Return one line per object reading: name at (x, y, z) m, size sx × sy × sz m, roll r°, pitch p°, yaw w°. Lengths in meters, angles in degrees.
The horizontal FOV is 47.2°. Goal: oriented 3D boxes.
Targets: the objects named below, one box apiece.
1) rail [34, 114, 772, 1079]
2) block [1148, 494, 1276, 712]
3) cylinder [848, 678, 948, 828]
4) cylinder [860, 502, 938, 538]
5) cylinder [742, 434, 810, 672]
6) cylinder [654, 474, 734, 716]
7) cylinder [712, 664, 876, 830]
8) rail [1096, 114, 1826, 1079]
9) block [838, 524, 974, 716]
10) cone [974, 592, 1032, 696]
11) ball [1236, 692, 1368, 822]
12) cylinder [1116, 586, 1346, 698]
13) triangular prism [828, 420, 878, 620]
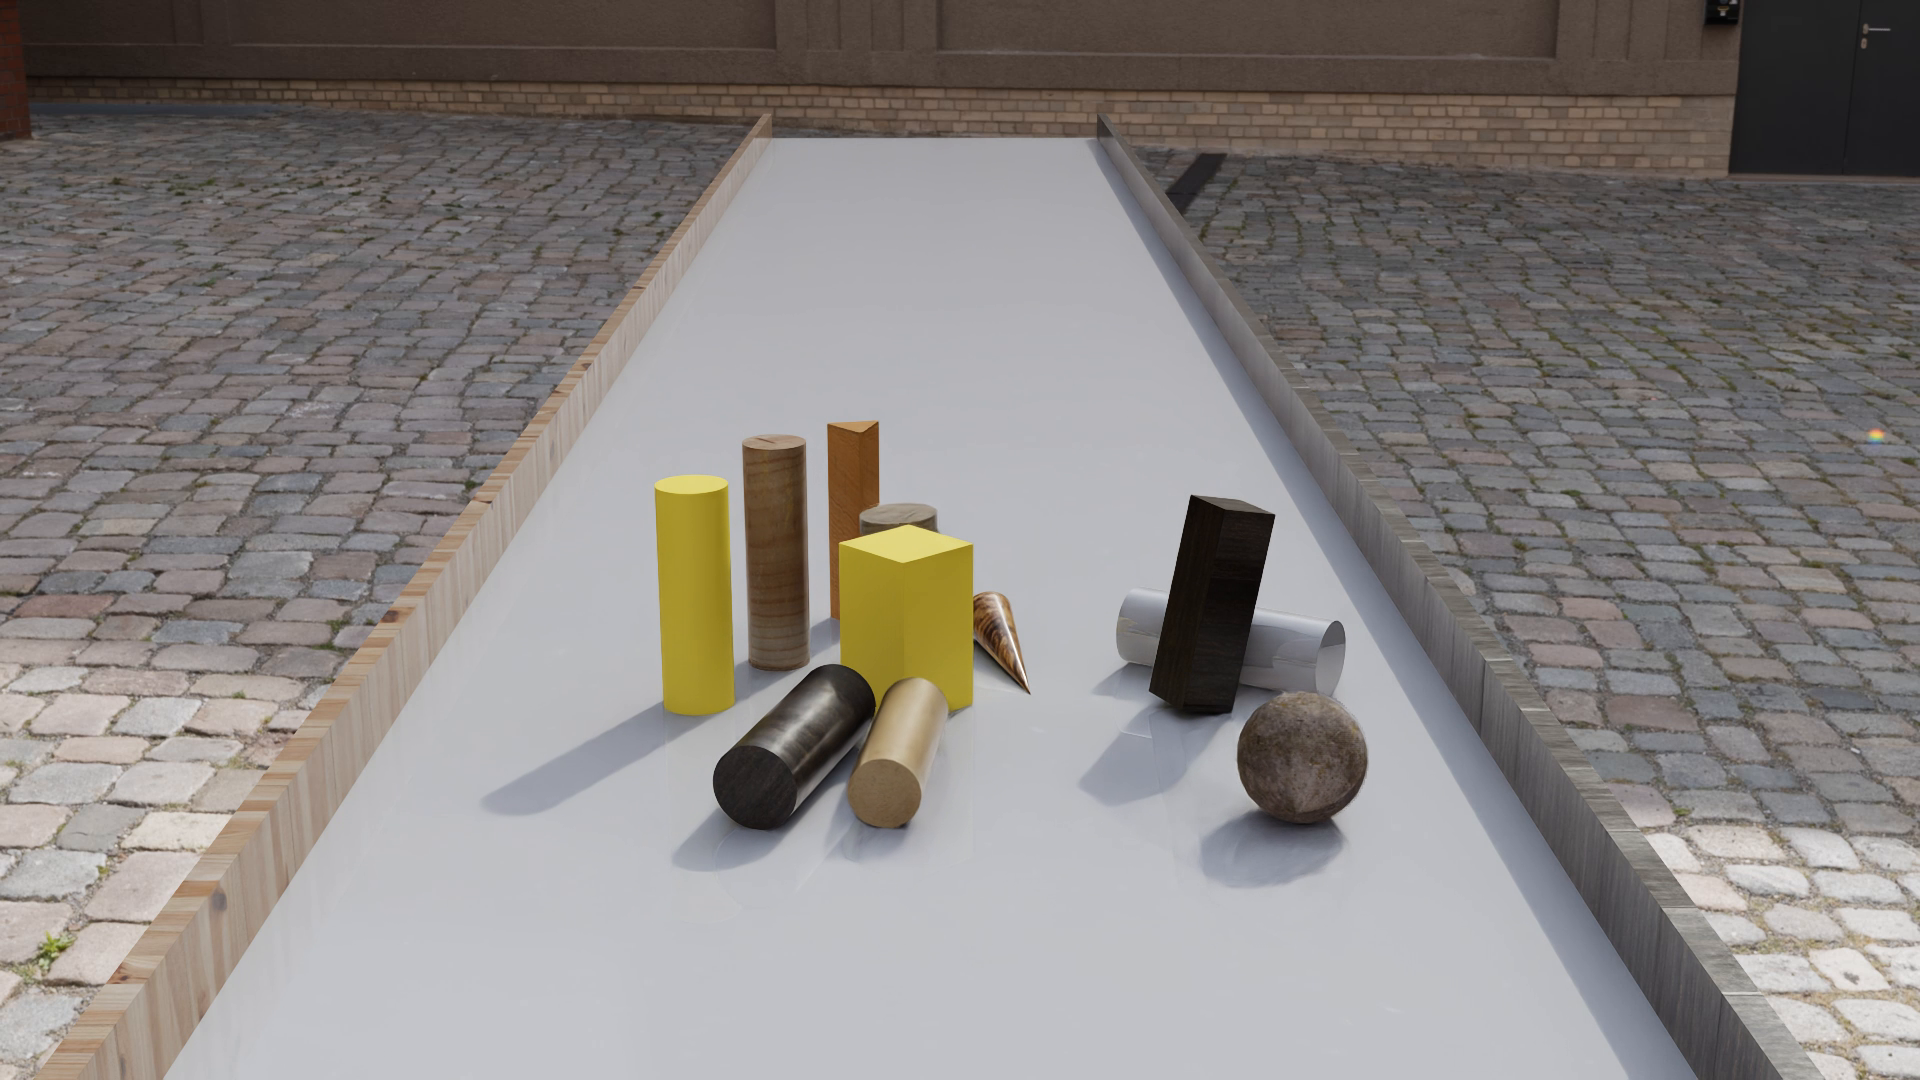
rail at (-1.118, -0.838, 7.780) m, size 0.050 × 0.150 × 12.000 m, roll 0°, pitch 17°, yaw -1°
block at (0.471, 0.120, 4.120) m, size 0.115 × 0.385 × 0.115 m, roll 5°, pitch 12°, yaw -30°
cylinder at (-0.103, 0.361, 3.796) m, size 0.123 × 0.123 × 0.390 m, roll 2°, pitch 17°, yaw 6°
cylinder at (-0.111, 0.095, 4.352) m, size 0.153 × 0.307 × 0.153 m, roll -4°, pitch 16°, yaw 1°
cylinder at (-0.362, 0.026, 4.347) m, size 0.125 × 0.452 × 0.125 m, roll 0°, pitch 17°, yaw 0°
cylinder at (-0.496, 0.103, 4.125) m, size 0.136 × 0.430 × 0.136 m, roll 0°, pitch 17°, yaw 0°
cylinder at (-0.279, 0.350, 3.791) m, size 0.148 × 0.148 × 0.408 m, roll 5°, pitch 17°, yaw 16°
rail at (0.932, -0.844, 7.801) m, size 0.050 × 0.150 × 12.000 m, roll 0°, pitch 17°, yaw -1°
block at (-0.101, 0.158, 4.137) m, size 0.177 × 0.318 × 0.177 m, roll -15°, pitch 22°, yaw -42°
cone at (0.096, 0.226, 4.374) m, size 0.107 × 0.107 × 0.347 m, roll -4°, pitch 26°, yaw -13°
ball at (0.565, 0.360, 3.640) m, size 0.215 × 0.215 × 0.215 m, roll 0°, pitch 17°, yaw 0°
cylinder at (0.527, 0.198, 4.293) m, size 0.419 × 0.153 × 0.153 m, roll 10°, pitch 19°, yaw 30°
triangular prism at (-0.205, -0.037, 4.613) m, size 0.093 × 0.422 × 0.107 m, roll -15°, pitch 22°, yaw -41°
